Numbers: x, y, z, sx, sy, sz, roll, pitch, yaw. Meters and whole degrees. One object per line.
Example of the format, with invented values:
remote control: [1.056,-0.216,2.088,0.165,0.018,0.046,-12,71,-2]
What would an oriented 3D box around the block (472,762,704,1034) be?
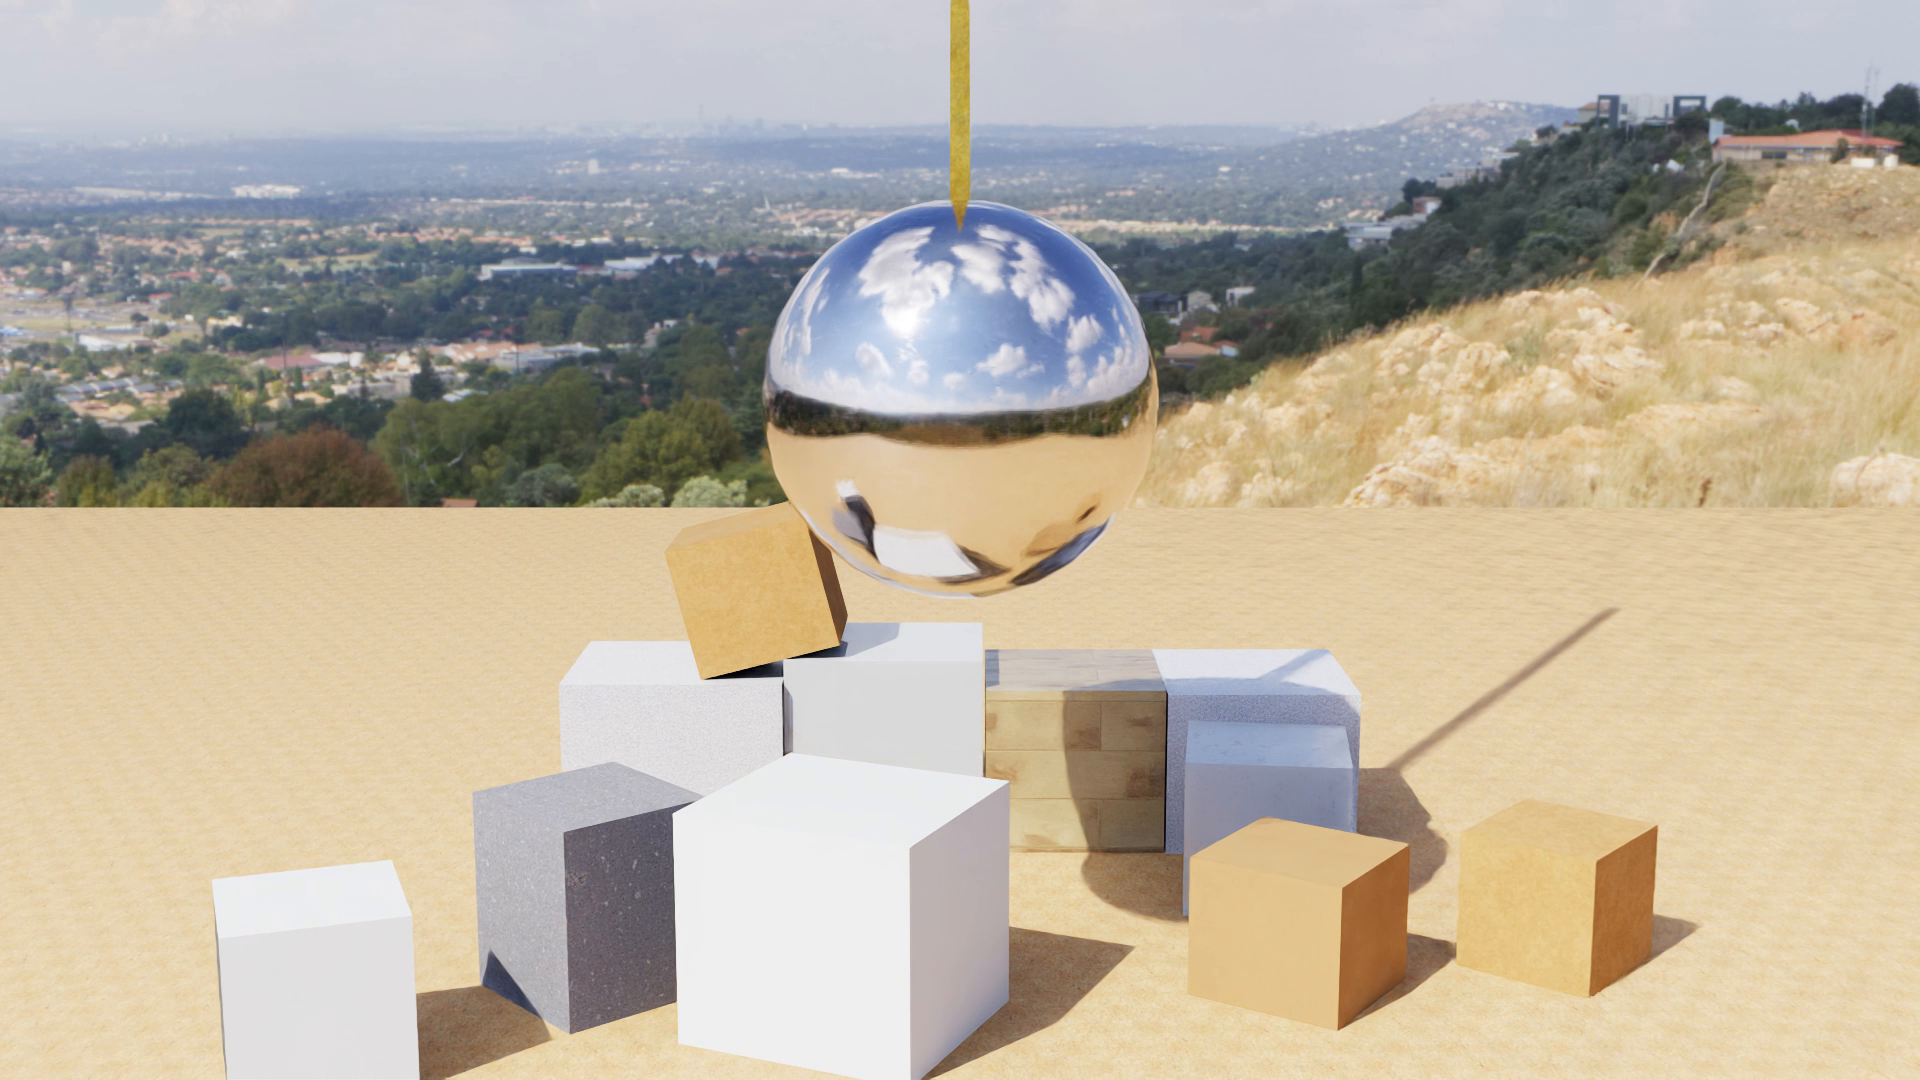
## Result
block: [-1.528,1.466,9.159,0.691,0.839,0.717,-9,14,-41]

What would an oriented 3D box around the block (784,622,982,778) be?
block: [-0.375,0.997,11.363,0.981,0.973,0.880,0,10,1]

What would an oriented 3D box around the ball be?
ball: [0.000,-0.564,8.860,1.600,1.600,1.600,0,10,0]

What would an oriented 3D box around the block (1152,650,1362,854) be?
block: [1.499,1.075,11.373,0.950,0.816,0.981,0,10,0]

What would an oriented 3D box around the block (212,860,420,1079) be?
block: [-2.464,1.687,8.389,0.680,0.679,0.682,-4,11,-20]

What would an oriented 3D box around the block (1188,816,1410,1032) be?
block: [1.417,1.583,9.186,0.679,0.598,0.672,7,12,34]

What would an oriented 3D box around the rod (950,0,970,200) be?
rod: [0.000,-3.901,9.510,0.080,5.200,0.080,0,-11,0]

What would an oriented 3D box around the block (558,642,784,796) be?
block: [-1.425,1.052,11.360,1.097,0.866,0.955,0,10,0]

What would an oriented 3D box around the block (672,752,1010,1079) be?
block: [-0.453,1.480,8.792,1.013,0.942,0.940,5,11,24]

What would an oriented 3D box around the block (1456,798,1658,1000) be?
block: [2.574,1.529,9.483,0.605,0.598,0.635,8,13,39]

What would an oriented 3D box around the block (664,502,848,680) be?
block: [-1.019,0.229,11.169,0.714,0.666,0.687,-14,10,3]

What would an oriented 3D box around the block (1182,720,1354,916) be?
block: [1.437,1.309,10.332,0.749,0.728,0.735,1,10,7]

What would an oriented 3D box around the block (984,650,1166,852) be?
block: [0.574,1.072,11.344,0.889,0.832,0.896,0,10,0]
